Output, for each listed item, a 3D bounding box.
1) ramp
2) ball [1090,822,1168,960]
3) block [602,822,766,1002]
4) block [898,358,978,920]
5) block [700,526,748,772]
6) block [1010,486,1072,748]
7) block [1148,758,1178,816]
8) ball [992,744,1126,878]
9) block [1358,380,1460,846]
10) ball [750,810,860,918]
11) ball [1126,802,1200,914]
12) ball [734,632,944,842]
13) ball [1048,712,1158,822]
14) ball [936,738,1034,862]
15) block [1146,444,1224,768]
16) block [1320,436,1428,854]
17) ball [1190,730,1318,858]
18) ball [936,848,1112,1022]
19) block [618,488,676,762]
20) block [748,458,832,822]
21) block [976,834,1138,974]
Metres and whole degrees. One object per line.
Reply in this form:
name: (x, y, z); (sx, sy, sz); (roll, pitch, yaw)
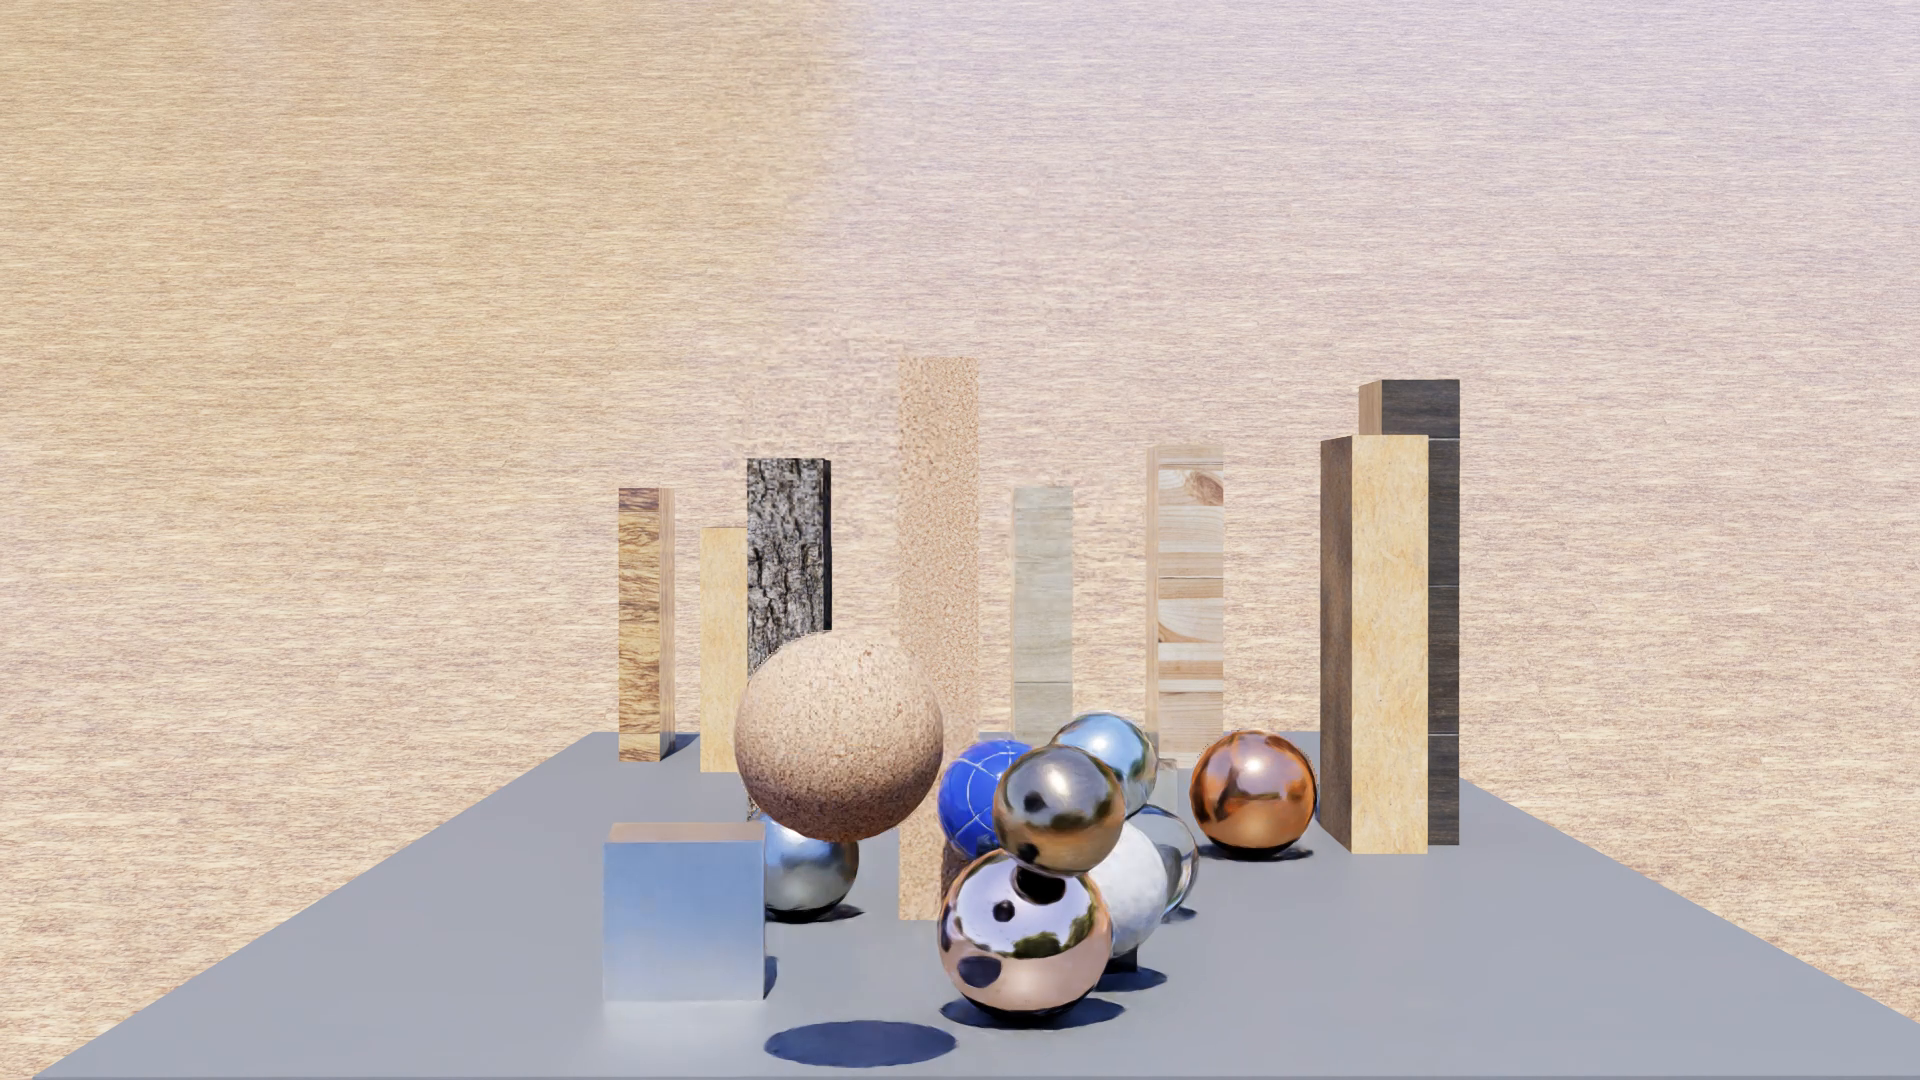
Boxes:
ramp: (0.063, 0.565, 4.605); (2.000, 0.100, 4.000); (0, 1, 0)
ball: (0.162, 0.414, 3.076); (0.172, 0.172, 0.172); (0, 28, 0)
block: (-0.327, 0.442, 3.090); (0.186, 0.186, 0.186); (0, 1, -4)
block: (-0.029, 0.135, 3.741); (0.110, 0.782, 0.306); (0, 1, 0)
block: (-0.510, 0.236, 5.726); (0.105, 0.529, 0.274); (0, 1, 0)
block: (0.172, 0.194, 5.546); (0.120, 0.617, 0.398); (0, 1, 0)
block: (0.242, 0.433, 3.969); (0.180, 0.180, 0.180); (0, 1, 3)
ball: (0.107, 0.294, 2.797); (0.145, 0.145, 0.145); (0, 28, 0)
block: (0.779, 0.121, 4.497); (0.132, 0.789, 0.251); (0, 1, 0)
ball: (-0.225, 0.443, 3.607); (0.170, 0.170, 0.170); (0, 28, 0)
ball: (0.251, 0.447, 3.595); (0.162, 0.162, 0.162); (0, 28, 0)
ball: (-0.119, 0.194, 2.551); (0.208, 0.208, 0.208); (0, 28, 0)
ball: (0.185, 0.304, 3.420); (0.152, 0.152, 0.152); (0, 28, 0)
ball: (0.057, 0.359, 3.508); (0.178, 0.178, 0.178); (0, 28, 0)
block: (0.505, 0.144, 5.844); (0.143, 0.710, 0.368); (0, 1, 0)
block: (0.710, 0.171, 4.457); (0.125, 0.692, 0.375); (0, 1, 0)
ball: (0.480, 0.416, 4.233); (0.208, 0.208, 0.208); (0, 28, 0)
ball: (0.072, 0.439, 2.885); (0.197, 0.197, 0.197); (0, 28, 0)
block: (-0.724, 0.189, 5.986); (0.091, 0.618, 0.325); (0, 1, 0)
block: (-0.318, 0.181, 4.861); (0.139, 0.663, 0.320); (0, 1, 0)
block: (0.120, 0.454, 3.235); (0.156, 0.156, 0.156); (0, 1, -18)
